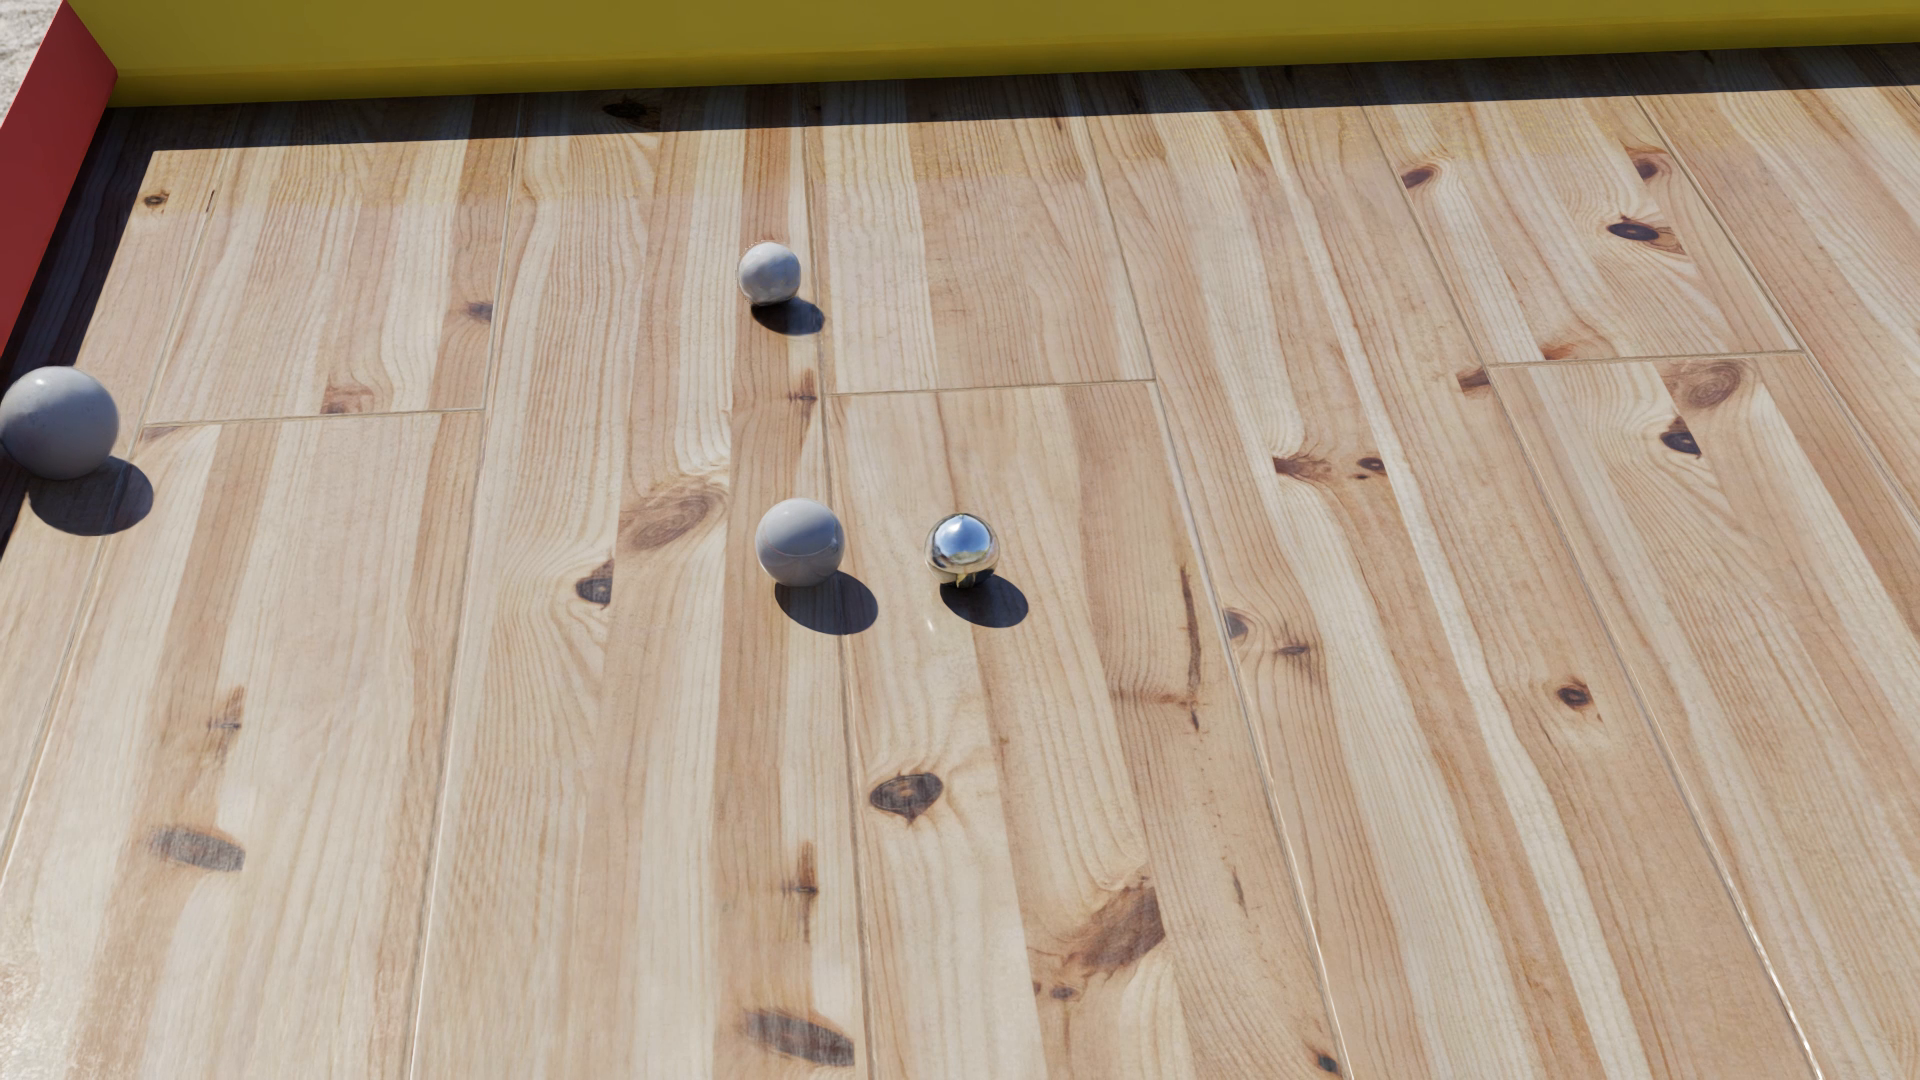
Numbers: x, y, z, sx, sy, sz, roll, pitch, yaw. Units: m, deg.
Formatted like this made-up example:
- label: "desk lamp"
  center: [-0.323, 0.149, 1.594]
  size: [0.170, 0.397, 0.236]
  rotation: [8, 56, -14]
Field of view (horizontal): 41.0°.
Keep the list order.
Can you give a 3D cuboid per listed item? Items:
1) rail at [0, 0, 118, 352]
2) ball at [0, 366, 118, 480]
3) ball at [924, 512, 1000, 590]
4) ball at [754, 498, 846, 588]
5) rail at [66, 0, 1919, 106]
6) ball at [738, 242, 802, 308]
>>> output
- label: "rail"
  center: [-0.697, 0.015, 1.650]
  size: [0.045, 0.105, 1.533]
  rotation: [-3, 36, -4]
- label: "ball"
  center: [-0.635, -0.083, 1.807]
  size: [0.081, 0.081, 0.081]
  rotation: [0, 36, 0]
- label: "ball"
  center: [0.001, 0.007, 1.708]
  size: [0.051, 0.051, 0.051]
  rotation: [0, 36, 0]
- label: "ball"
  center: [-0.106, 0.002, 1.707]
  size: [0.061, 0.061, 0.061]
  rotation: [0, 36, 0]
- label: "rail"
  center: [0.659, -0.487, 2.345]
  size: [2.891, 0.105, 0.045]
  rotation: [-3, 36, -4]
- label: "ball"
  center: [-0.149, -0.207, 2.006]
  size: [0.050, 0.050, 0.050]
  rotation: [0, 36, 0]
